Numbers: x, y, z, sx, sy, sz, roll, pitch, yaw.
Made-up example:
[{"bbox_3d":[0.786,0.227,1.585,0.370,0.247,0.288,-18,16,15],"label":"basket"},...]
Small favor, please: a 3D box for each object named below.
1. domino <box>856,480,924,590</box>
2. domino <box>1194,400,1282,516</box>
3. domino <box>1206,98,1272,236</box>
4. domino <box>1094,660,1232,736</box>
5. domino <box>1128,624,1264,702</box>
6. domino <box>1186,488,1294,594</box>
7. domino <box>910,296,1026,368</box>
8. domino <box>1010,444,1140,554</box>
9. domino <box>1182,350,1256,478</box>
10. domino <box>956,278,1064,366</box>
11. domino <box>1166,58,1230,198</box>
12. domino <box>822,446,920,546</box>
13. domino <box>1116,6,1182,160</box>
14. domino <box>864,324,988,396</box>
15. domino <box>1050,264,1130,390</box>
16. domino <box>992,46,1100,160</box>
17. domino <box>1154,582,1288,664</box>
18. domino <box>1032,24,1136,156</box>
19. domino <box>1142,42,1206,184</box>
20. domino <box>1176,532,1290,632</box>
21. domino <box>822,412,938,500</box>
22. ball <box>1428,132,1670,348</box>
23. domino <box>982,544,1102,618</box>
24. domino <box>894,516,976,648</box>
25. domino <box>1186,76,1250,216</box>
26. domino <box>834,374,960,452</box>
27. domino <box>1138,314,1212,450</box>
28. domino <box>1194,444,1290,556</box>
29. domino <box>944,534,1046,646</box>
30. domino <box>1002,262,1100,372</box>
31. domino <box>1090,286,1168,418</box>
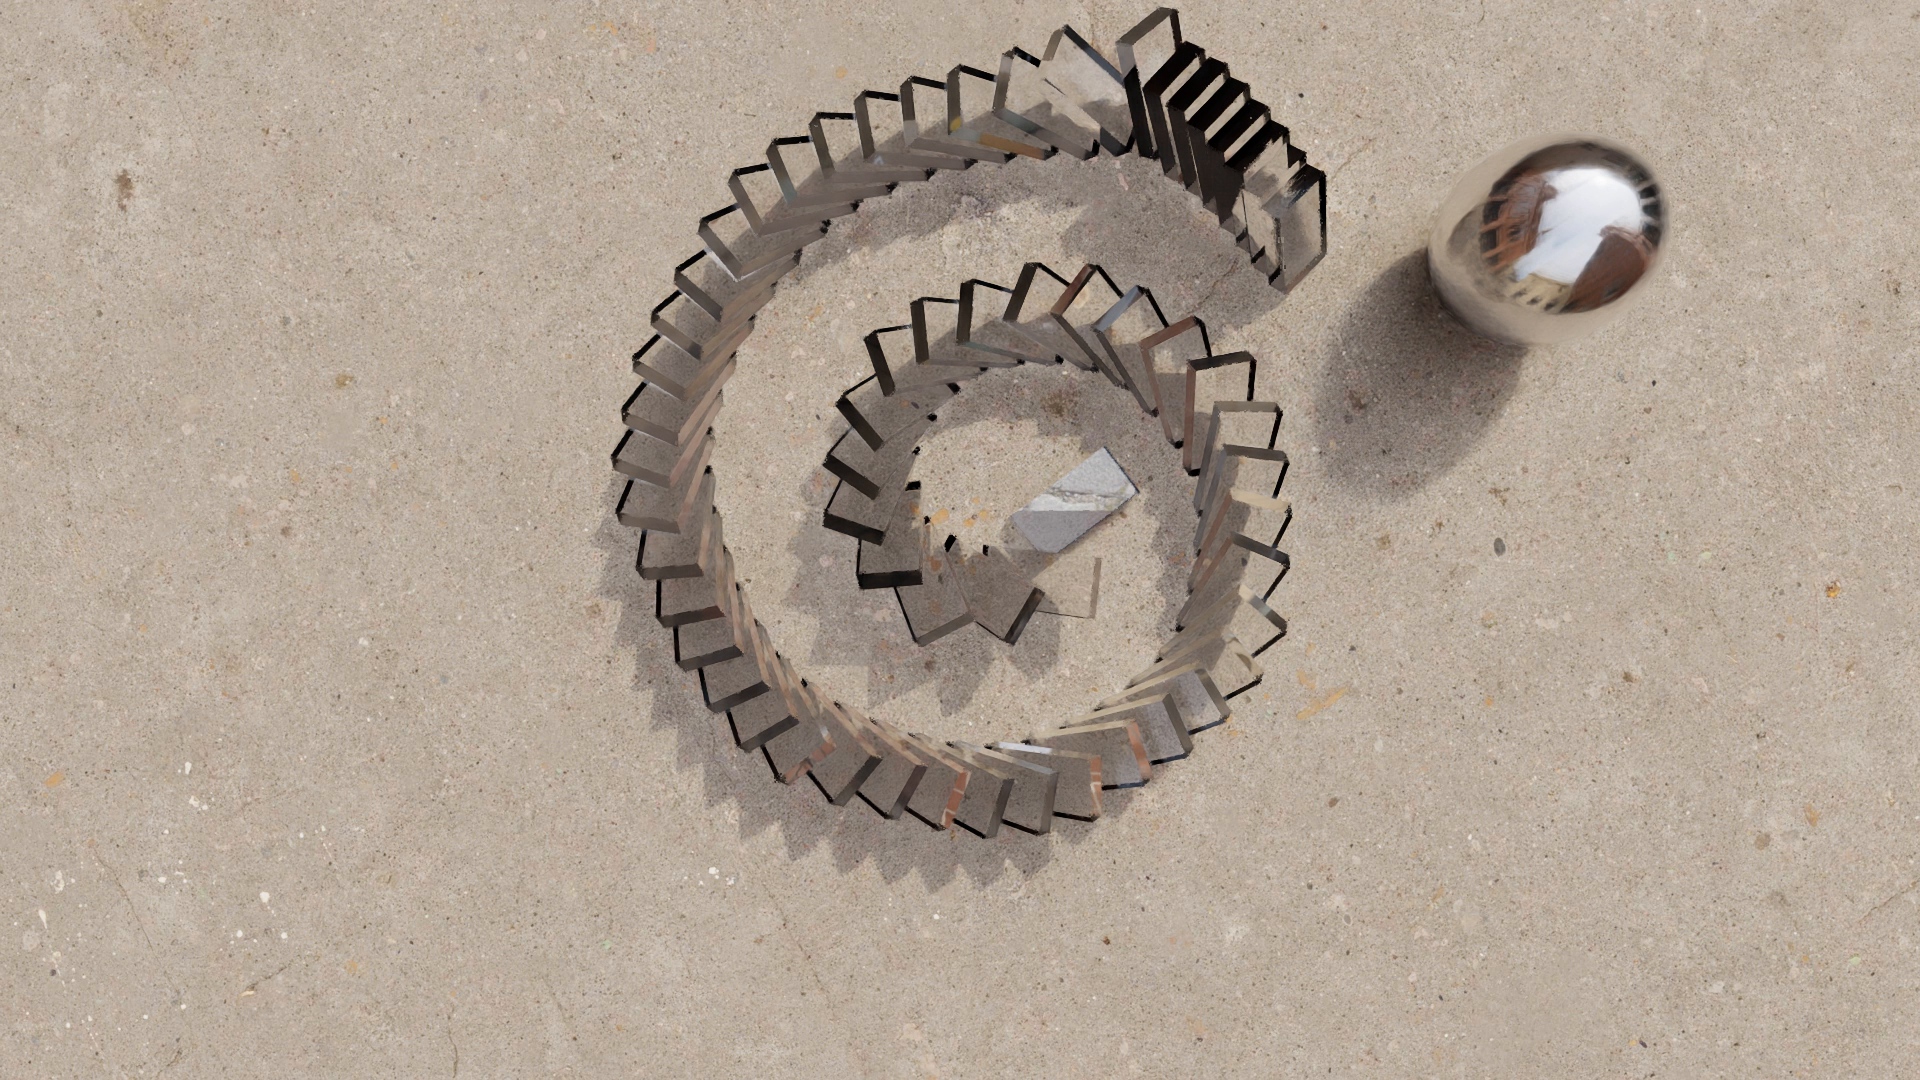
[{"bbox_3d":[-0.028,-0.003,0.379,0.025,0.010,0.050,-5,47,4],"label":"domino"},{"bbox_3d":[0.115,-0.033,0.381,0.025,0.009,0.050,1,125,-2],"label":"domino"},{"bbox_3d":[0.116,-0.152,0.376,0.025,0.050,0.009,-45,60,0],"label":"domino"},{"bbox_3d":[0.084,0.071,0.382,0.050,0.010,0.025,-31,90,34],"label":"domino"},{"bbox_3d":[0.097,0.058,0.382,0.050,0.010,0.025,-39,91,35],"label":"domino"},{"bbox_3d":[0.116,0.004,0.382,0.025,0.010,0.050,15,125,0],"label":"domino"},{"bbox_3d":[0.004,-0.086,0.381,0.050,0.010,0.025,-6,89,-36],"label":"domino"},{"bbox_3d":[0.049,-0.016,0.395,0.050,0.010,0.025,-37,90,0],"label":"domino"},{"bbox_3d":[0.107,-0.052,0.380,0.025,0.009,0.050,-11,127,-4],"label":"domino"},{"bbox_3d":[0.022,-0.090,0.382,0.050,0.010,0.025,5,90,-36],"label":"domino"},{"bbox_3d":[0.101,-0.168,0.376,0.025,0.050,0.010,-47,60,0],"label":"domino"},{"bbox_3d":[-0.036,-0.023,0.380,0.025,0.009,0.050,19,51,1],"label":"domino"},{"bbox_3d":[0.081,-0.186,0.376,0.025,0.050,0.010,-42,49,-10],"label":"domino"},{"bbox_3d":[-0.013,-0.077,0.381,0.050,0.010,0.025,-19,89,-37],"label":"domino"},{"bbox_3d":[0.062,-0.088,0.381,0.050,0.010,0.025,38,89,-36],"label":"domino"},{"bbox_3d":[0.038,-0.181,0.383,0.050,0.010,0.025,11,89,-32],"label":"domino"},{"bbox_3d":[0.108,0.043,0.382,0.025,0.009,0.050,41,125,-1],"label":"domino"},{"bbox_3d":[0.055,-0.186,0.381,0.050,0.009,0.025,25,82,-31],"label":"domino"},{"bbox_3d":[0.092,-0.174,0.376,0.025,0.050,0.010,-47,60,0],"label":"domino"},{"bbox_3d":[0.113,0.022,0.382,0.025,0.010,0.050,23,125,0],"label":"domino"},{"bbox_3d":[-0.032,-0.042,0.381,0.025,0.009,0.050,34,52,0],"label":"domino"},{"bbox_3d":[0.229,-0.117,0.360,0.080,0.080,0.080,0,90,0],"label":"ball"},{"bbox_3d":[0.033,0.017,0.385,0.050,0.009,0.025,6,90,26],"label":"domino"},{"bbox_3d":[-0.015,0.017,0.382,0.025,0.010,0.050,-27,59,6],"label":"domino"},{"bbox_3d":[0.109,-0.160,0.376,0.025,0.050,0.009,-46,60,0],"label":"domino"},{"bbox_3d":[-0.025,-0.060,0.381,0.025,0.009,0.050,50,53,0],"label":"domino"},{"bbox_3d":[0.094,-0.065,0.382,0.025,0.010,0.050,-26,124,0],"label":"domino"},{"bbox_3d":[0.116,-0.015,0.382,0.025,0.009,0.050,6,125,0],"label":"domino"},{"bbox_3d":[0.009,0.020,0.381,0.050,0.010,0.025,32,92,37],"label":"domino"},{"bbox_3d":[0.043,-0.092,0.381,0.050,0.010,0.025,22,90,-37],"label":"domino"},{"bbox_3d":[0.077,-0.078,0.382,0.025,0.009,0.050,-42,126,0],"label":"domino"}]
